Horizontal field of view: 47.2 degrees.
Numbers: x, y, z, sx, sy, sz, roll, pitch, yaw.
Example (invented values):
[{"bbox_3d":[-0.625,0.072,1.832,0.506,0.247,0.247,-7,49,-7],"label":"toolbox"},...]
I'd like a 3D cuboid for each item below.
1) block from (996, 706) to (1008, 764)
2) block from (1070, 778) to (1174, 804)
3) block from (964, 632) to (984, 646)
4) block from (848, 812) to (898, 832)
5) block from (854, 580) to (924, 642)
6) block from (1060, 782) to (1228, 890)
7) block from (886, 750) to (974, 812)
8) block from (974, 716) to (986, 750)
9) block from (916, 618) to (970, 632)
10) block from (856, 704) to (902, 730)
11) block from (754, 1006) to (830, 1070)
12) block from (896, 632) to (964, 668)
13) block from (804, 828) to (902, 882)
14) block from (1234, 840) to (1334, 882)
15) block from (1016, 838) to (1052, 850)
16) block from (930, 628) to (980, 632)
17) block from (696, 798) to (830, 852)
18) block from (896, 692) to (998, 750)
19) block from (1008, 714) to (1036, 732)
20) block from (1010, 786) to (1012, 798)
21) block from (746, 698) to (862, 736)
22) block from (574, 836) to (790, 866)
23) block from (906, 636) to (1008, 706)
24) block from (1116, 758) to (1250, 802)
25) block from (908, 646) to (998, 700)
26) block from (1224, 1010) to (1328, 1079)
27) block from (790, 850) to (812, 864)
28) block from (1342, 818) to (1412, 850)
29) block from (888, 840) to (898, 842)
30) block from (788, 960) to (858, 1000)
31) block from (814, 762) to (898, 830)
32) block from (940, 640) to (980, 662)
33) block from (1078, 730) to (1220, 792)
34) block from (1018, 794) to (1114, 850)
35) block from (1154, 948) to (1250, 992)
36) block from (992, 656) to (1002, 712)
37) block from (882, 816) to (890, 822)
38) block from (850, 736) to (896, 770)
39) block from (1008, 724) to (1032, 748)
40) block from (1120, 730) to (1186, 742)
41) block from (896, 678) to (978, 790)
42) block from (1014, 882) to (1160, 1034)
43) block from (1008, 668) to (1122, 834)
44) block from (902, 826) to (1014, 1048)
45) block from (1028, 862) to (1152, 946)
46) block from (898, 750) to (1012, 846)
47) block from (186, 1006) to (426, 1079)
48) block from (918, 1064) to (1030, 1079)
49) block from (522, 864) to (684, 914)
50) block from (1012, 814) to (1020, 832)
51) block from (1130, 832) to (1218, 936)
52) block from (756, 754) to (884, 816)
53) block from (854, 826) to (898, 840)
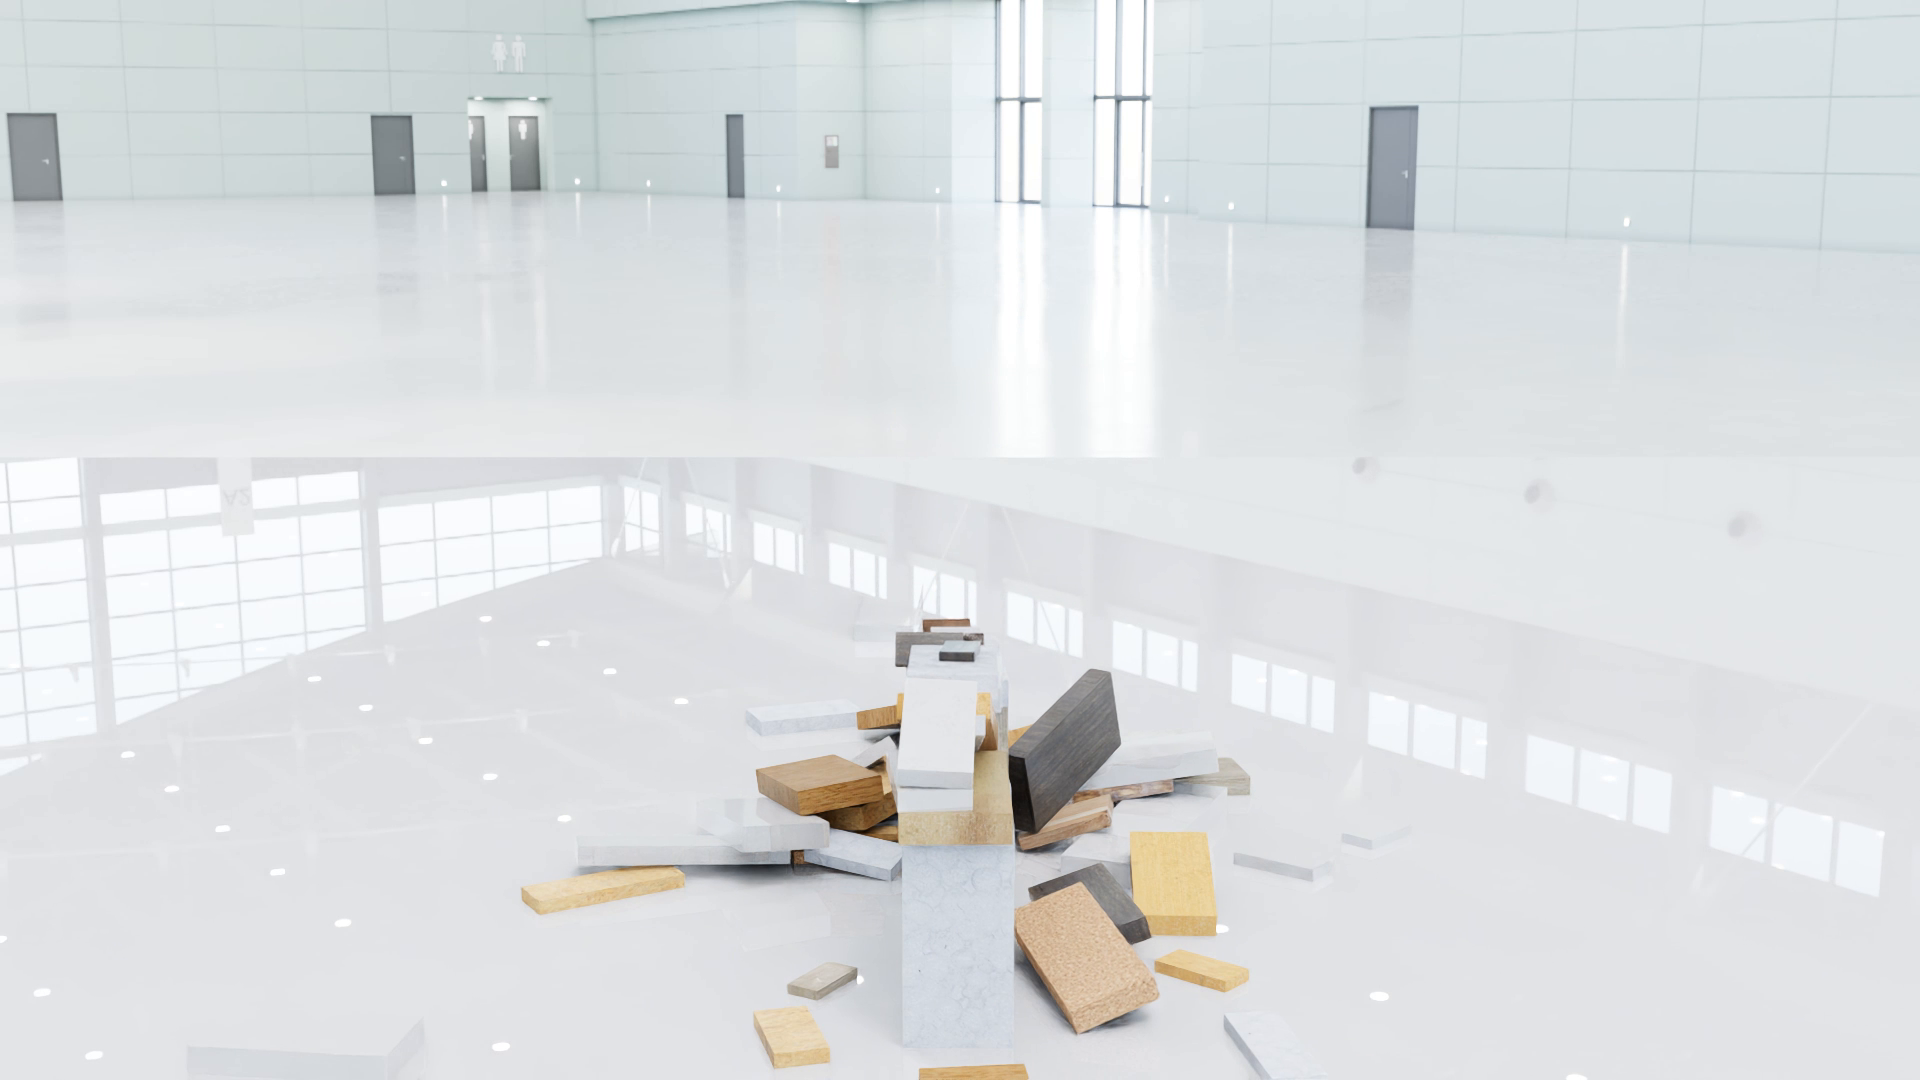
[{"bbox_3d":[-0.001,0.430,3.641,0.162,0.323,0.046,0,-3,0],"label":"block"},{"bbox_3d":[0.295,0.459,4.080,0.187,0.027,0.094,-9,7,-5],"label":"block"},{"bbox_3d":[-0.001,0.175,3.588,0.081,0.023,0.161,0,-12,1],"label":"block"},{"bbox_3d":[-0.124,0.509,3.979,0.152,0.022,0.076,-8,8,3],"label":"block"},{"bbox_3d":[-0.181,0.183,5.749,0.145,0.041,0.551,0,11,2],"label":"block"},{"bbox_3d":[0.335,0.520,3.924,0.156,0.044,0.486,4,11,22],"label":"block"},{"bbox_3d":[-0.044,0.333,3.056,0.102,0.029,0.203,-1,11,-6],"label":"block"},{"bbox_3d":[-0.022,0.290,3.222,0.102,0.029,0.268,0,-13,-3],"label":"block"},{"bbox_3d":[-0.030,0.159,3.739,0.081,0.023,0.161,-1,-11,-6],"label":"block"},{"bbox_3d":[-0.085,0.360,4.538,0.133,0.038,0.266,2,-11,-35],"label":"block"},{"bbox_3d":[-0.236,0.691,3.063,0.077,0.022,0.154,-3,11,-16],"label":"block"},{"bbox_3d":[-0.049,0.174,3.495,0.107,0.054,0.015,0,-20,1],"label":"block"},{"bbox_3d":[-0.176,0.540,3.788,0.165,0.023,0.082,10,26,22],"label":"block"},{"bbox_3d":[0.559,0.554,3.801,0.154,0.022,0.077,8,13,36],"label":"block"},{"bbox_3d":[0.146,0.533,3.942,0.045,0.013,0.091,7,13,34],"label":"block"},{"bbox_3d":[-0.007,0.170,3.676,0.081,0.023,0.161,0,-12,0],"label":"block"},{"bbox_3d":[-0.348,0.495,3.844,0.153,0.043,0.318,0,2,-20],"label":"block"},{"bbox_3d":[-0.015,0.276,3.312,0.134,0.038,0.351,0,-13,3],"label":"block"},{"bbox_3d":[0.050,0.391,4.271,0.290,0.041,0.145,10,31,-34],"label":"block"},{"bbox_3d":[-0.002,0.513,3.245,0.153,0.307,0.043,0,11,0],"label":"block"},{"bbox_3d":[-0.332,0.380,4.713,0.229,0.032,0.114,-4,11,-21],"label":"block"},{"bbox_3d":[-0.478,0.533,3.782,0.359,0.032,0.114,1,1,-12],"label":"block"},{"bbox_3d":[-0.009,0.222,3.748,0.162,0.046,0.323,-1,11,-3],"label":"block"},{"bbox_3d":[0.415,0.462,4.255,0.264,0.037,0.132,-2,11,-9],"label":"block"},{"bbox_3d":[-0.010,0.200,3.344,0.134,0.038,0.267,0,6,0],"label":"block"},{"bbox_3d":[0.431,0.700,3.016,0.077,0.022,0.222,-2,11,-10],"label":"block"},{"bbox_3d":[-0.263,0.537,3.894,0.076,0.022,0.152,-2,11,-10],"label":"block"},{"bbox_3d":[0.750,0.528,3.956,0.064,0.018,0.128,10,14,43],"label":"block"},{"bbox_3d":[-0.111,0.539,3.882,0.152,0.022,0.076,-5,12,-25],"label":"block"},{"bbox_3d":[-0.204,0.656,3.273,0.054,0.015,0.107,6,12,30],"label":"block"},{"bbox_3d":[-0.153,0.463,4.008,0.145,0.041,0.290,-6,9,33],"label":"block"},{"bbox_3d":[0.000,0.171,3.370,0.054,0.015,0.107,1,7,5],"label":"block"},{"bbox_3d":[0.320,0.415,4.107,0.312,0.044,0.156,-8,7,3],"label":"block"},{"bbox_3d":[0.188,0.498,3.886,0.165,0.023,0.082,-17,17,13],"label":"block"},{"bbox_3d":[0.364,0.648,3.309,0.128,0.018,0.064,9,14,40],"label":"block"},{"bbox_3d":[-0.001,0.225,3.465,0.134,0.038,0.267,0,8,1],"label":"block"},{"bbox_3d":[-0.148,0.494,3.983,0.045,0.013,0.091,-7,8,11],"label":"block"},{"bbox_3d":[-0.184,0.427,4.133,0.094,0.027,0.187,-31,-10,-23],"label":"block"},{"bbox_3d":[0.141,0.425,4.221,0.264,0.132,0.037,-11,-26,-45],"label":"block"},{"bbox_3d":[0.374,0.411,4.340,0.153,0.043,0.305,-2,0,3],"label":"block"},{"bbox_3d":[-0.030,0.265,3.039,0.102,0.029,0.203,3,33,1],"label":"block"},{"bbox_3d":[0.177,0.615,3.266,0.130,0.037,0.351,-22,18,-8],"label":"block"},{"bbox_3d":[0.187,0.376,3.947,0.044,0.156,0.312,8,30,33],"label":"block"},{"bbox_3d":[-0.002,0.550,3.043,0.153,0.307,0.043,0,10,0],"label":"block"},{"bbox_3d":[0.202,0.589,3.480,0.130,0.037,0.259,-18,13,-8],"label":"block"},{"bbox_3d":[-0.008,0.361,3.104,0.153,0.043,0.307,0,11,-1],"label":"block"},{"bbox_3d":[-0.894,0.691,3.016,0.280,0.040,0.140,1,11,7],"label":"block"},{"bbox_3d":[0.043,0.759,2.651,0.140,0.040,0.512,-1,11,-6],"label":"block"},{"bbox_3d":[-0.594,0.579,3.667,0.257,0.023,0.082,-6,12,-31],"label":"block"},{"bbox_3d":[0.047,0.482,3.983,0.264,0.037,0.132,0,23,-38],"label":"block"},{"bbox_3d":[0.346,0.558,3.590,0.130,0.037,0.259,0,23,2],"label":"block"},{"bbox_3d":[-0.255,0.438,3.954,0.153,0.043,0.305,-9,5,-18],"label":"block"},{"bbox_3d":[-0.142,0.520,3.895,0.091,0.013,0.045,0,11,0],"label":"block"}]
